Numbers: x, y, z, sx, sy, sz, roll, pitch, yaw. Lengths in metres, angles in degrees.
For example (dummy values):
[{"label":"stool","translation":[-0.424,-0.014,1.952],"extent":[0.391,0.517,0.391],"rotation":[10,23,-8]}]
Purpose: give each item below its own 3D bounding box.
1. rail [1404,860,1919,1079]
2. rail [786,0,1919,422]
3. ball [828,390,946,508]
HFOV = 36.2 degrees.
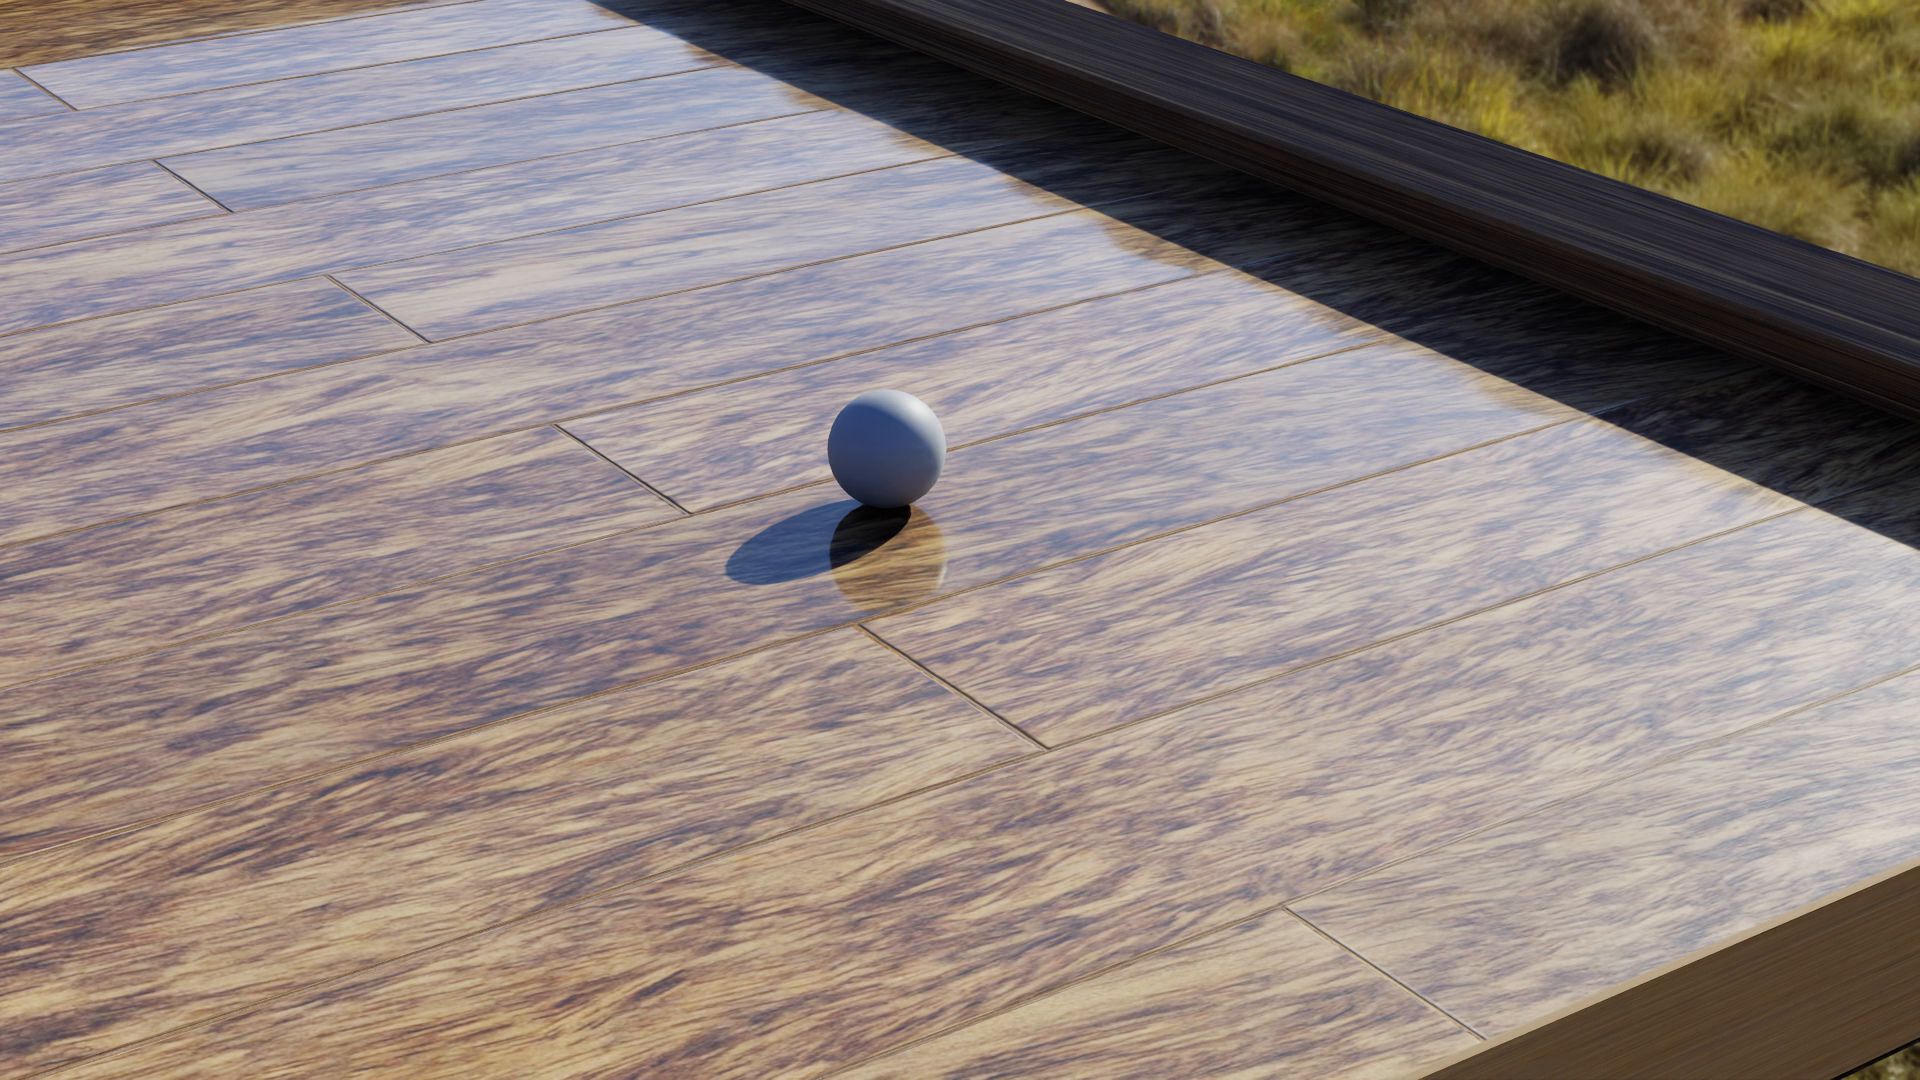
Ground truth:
[{"label":"rail","translation":[0.454,0.246,1.634],"extent":[1.798,0.127,0.045],"rotation":[-15,28,-31]},{"label":"rail","translation":[0.257,-0.493,3.327],"extent":[0.045,0.127,3.325],"rotation":[-15,28,-31]},{"label":"ball","translation":[-0.060,-0.074,2.407],"extent":[0.097,0.097,0.097],"rotation":[0,24,0]}]
